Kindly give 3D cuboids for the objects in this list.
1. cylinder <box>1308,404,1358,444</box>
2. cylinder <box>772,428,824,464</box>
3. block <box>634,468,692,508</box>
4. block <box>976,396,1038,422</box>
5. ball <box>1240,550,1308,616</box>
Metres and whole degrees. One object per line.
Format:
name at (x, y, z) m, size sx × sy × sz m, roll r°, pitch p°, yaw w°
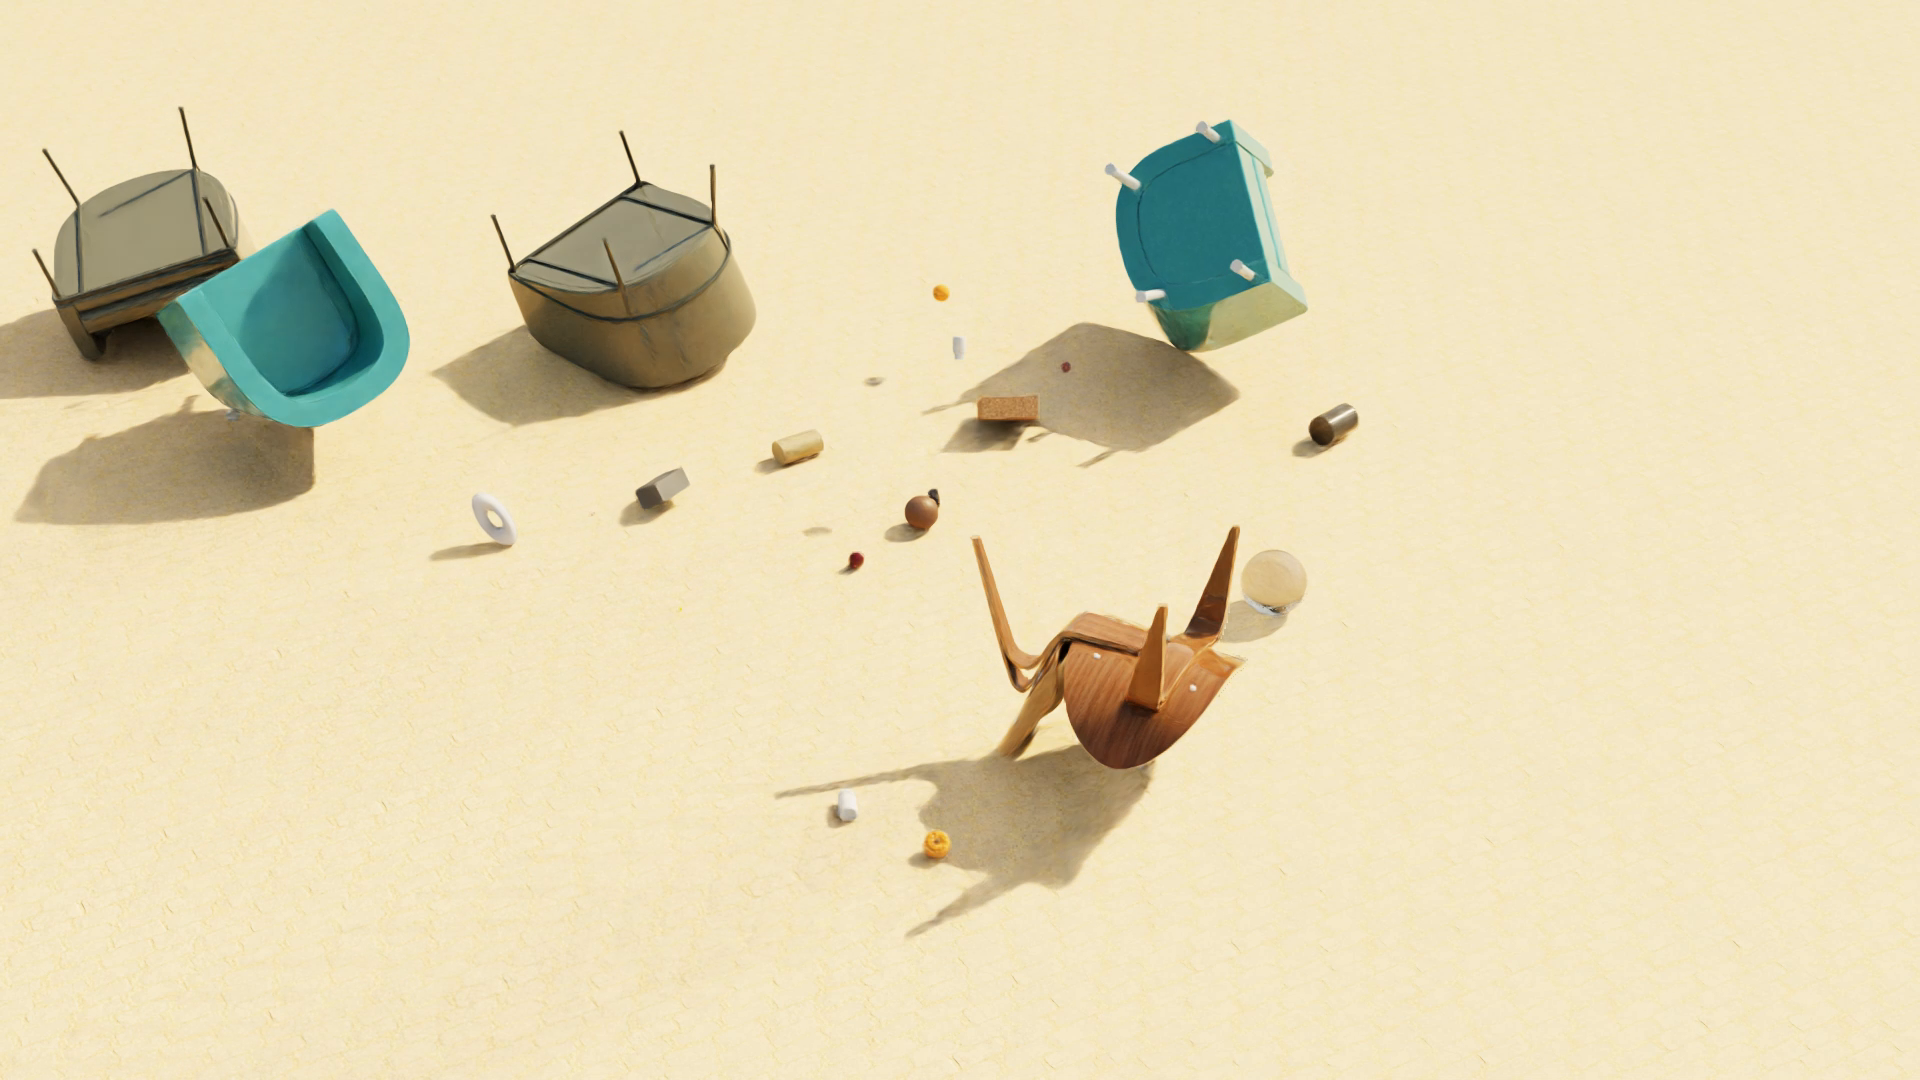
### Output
cylinder at (1.468, -0.455, 11.522) m, size 0.152 × 0.114 × 0.137 m, roll -28°, pitch 0°, yaw -35°
cylinder at (-0.631, -0.364, 11.412) m, size 0.175 × 0.093 × 0.104 m, roll -20°, pitch 34°, yaw -28°
block at (-1.127, -0.197, 11.118) m, size 0.131 × 0.078 × 0.154 m, roll -15°, pitch 15°, yaw 46°
block at (0.188, -0.518, 11.576) m, size 0.220 × 0.084 × 0.229 m, roll -2°, pitch -1°, yaw -5°
ball at (1.124, 0.152, 10.496) m, size 0.239 × 0.239 × 0.239 m, roll 0°, pitch 33°, yaw 0°
